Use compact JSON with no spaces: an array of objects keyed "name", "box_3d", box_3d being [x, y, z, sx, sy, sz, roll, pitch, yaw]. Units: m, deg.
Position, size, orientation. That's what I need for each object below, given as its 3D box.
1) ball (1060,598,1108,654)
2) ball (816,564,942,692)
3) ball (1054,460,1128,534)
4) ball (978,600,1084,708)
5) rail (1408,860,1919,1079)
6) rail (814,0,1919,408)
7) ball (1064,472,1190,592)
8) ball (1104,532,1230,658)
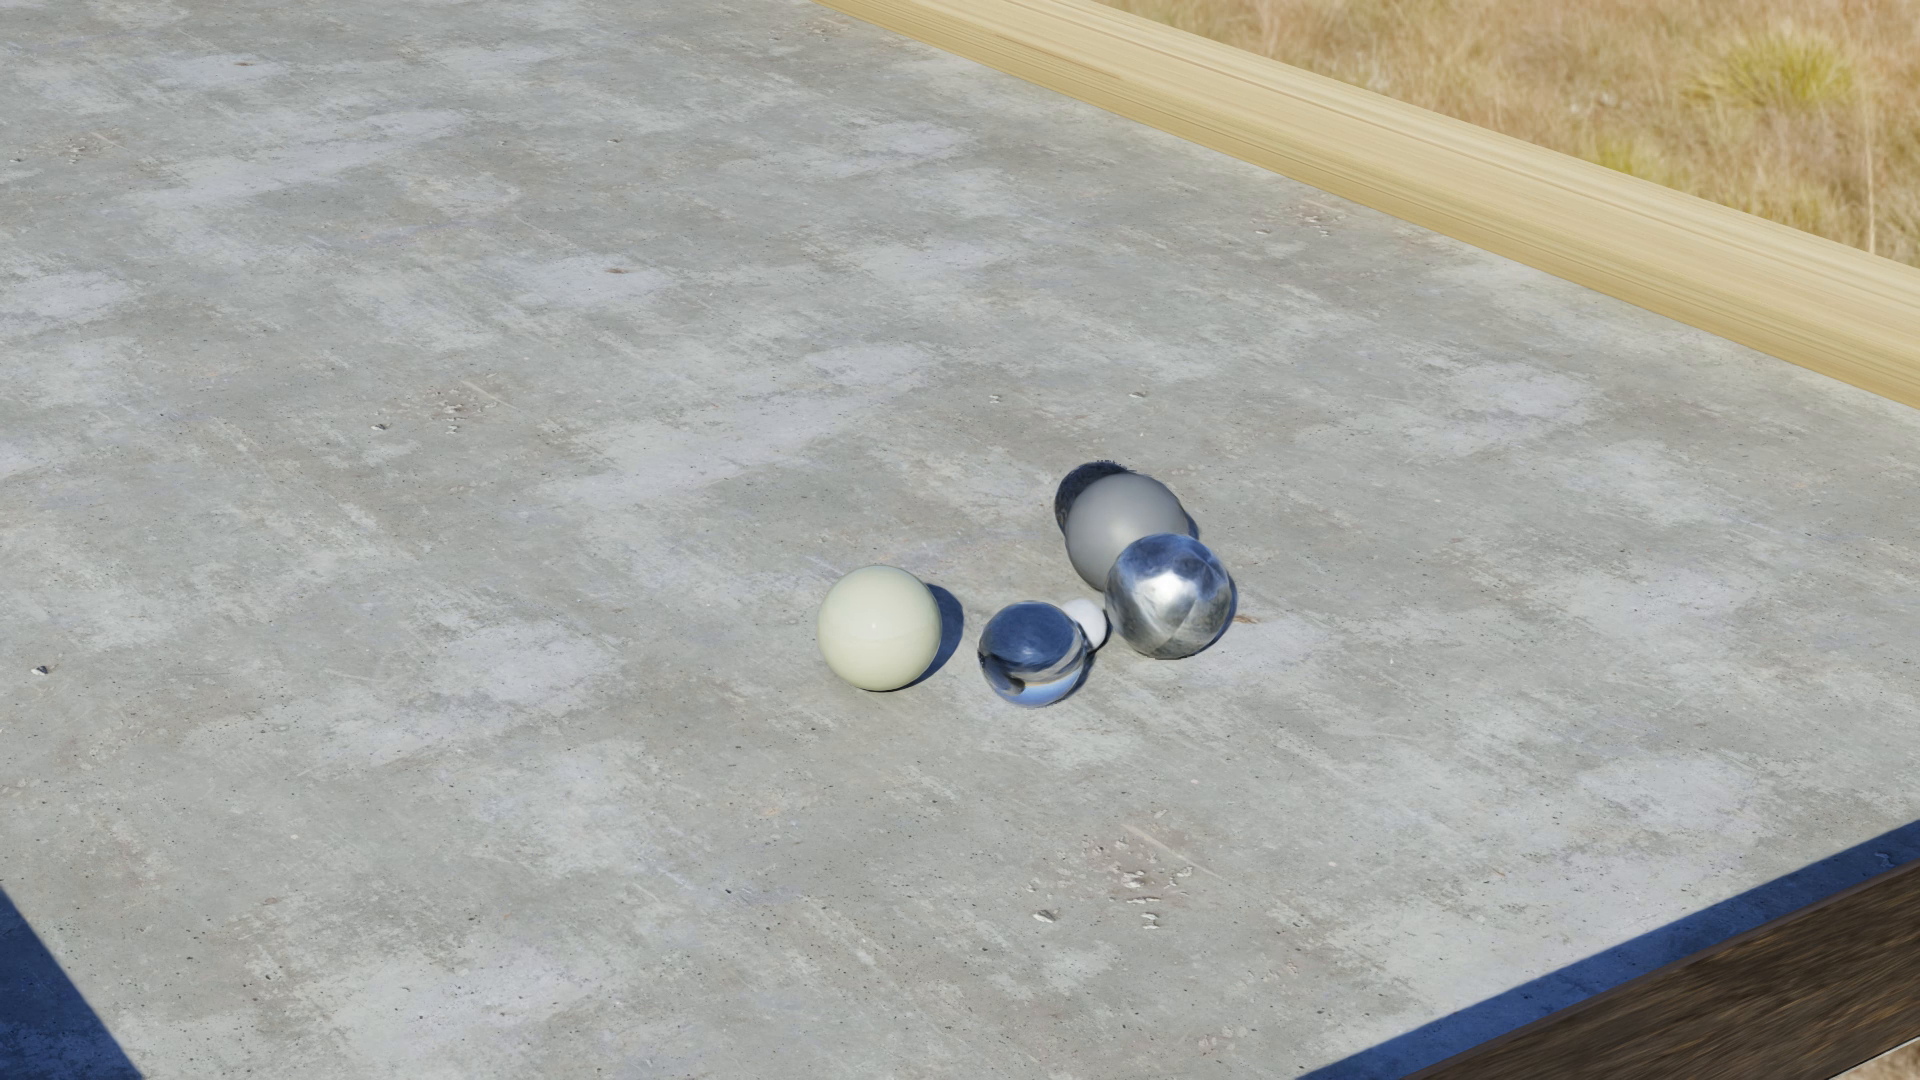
[{"name":"ball","box_3d":[0.088,0.063,2.158,0.040,0.040,0.040,0,24,0]},{"name":"ball","box_3d":[-0.058,0.063,2.098,0.090,0.090,0.090,0,24,0]},{"name":"ball","box_3d":[0.110,-0.026,2.323,0.072,0.072,0.072,0,24,0]},{"name":"ball","box_3d":[0.050,0.080,2.076,0.076,0.076,0.076,0,24,0]},{"name":"rail","box_3d":[0.454,0.246,1.635,1.842,0.124,0.045,-15,28,-31]},{"name":"rail","box_3d":[0.275,-0.500,3.338,0.045,0.124,3.325,-15,28,-31]},{"name":"ball","box_3d":[0.128,-0.004,2.243,0.096,0.096,0.096,0,24,0]},{"name":"ball","box_3d":[0.151,0.040,2.147,0.092,0.092,0.092,0,24,0]}]
